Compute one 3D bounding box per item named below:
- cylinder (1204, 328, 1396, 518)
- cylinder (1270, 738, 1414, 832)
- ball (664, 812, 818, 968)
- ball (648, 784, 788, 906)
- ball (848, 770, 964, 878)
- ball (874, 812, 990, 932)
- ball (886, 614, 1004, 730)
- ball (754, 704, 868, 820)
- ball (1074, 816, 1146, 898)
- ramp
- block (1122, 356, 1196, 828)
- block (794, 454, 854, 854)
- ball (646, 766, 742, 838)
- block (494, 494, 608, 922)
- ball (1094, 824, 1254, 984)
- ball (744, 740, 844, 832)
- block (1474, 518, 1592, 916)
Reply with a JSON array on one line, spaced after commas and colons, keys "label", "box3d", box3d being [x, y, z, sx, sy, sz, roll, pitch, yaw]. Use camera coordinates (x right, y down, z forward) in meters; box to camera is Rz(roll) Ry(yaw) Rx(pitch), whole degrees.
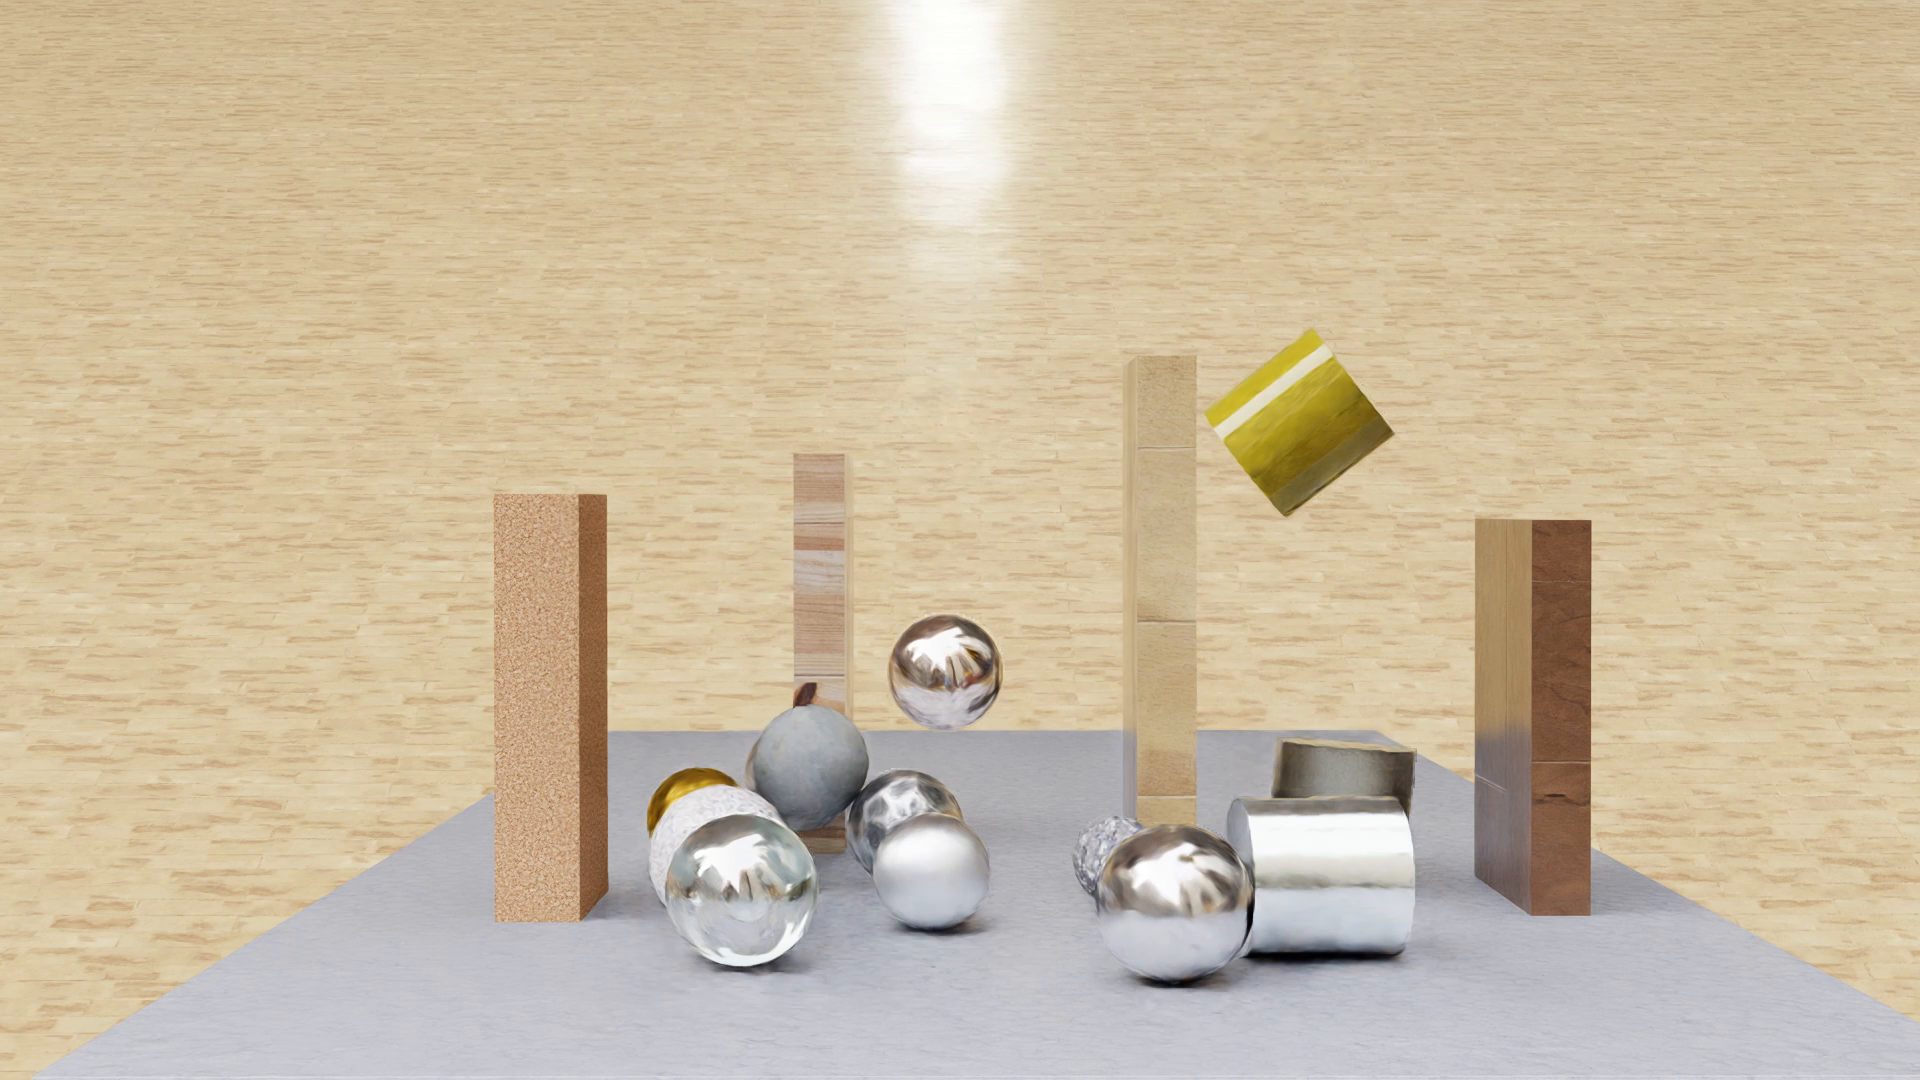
[{"label": "cylinder", "box3d": [0.381, -0.132, 2.903, 0.153, 0.153, 0.153, -38, 28, 10]}, {"label": "cylinder", "box3d": [0.569, 0.411, 3.874, 0.207, 0.207, 0.207, 5, -1, 0]}, {"label": "ball", "box3d": [-0.272, 0.436, 3.225, 0.191, 0.191, 0.191, 0, 28, 0]}, {"label": "ball", "box3d": [-0.322, 0.430, 3.494, 0.197, 0.197, 0.197, 0, 28, 0]}, {"label": "ball", "box3d": [-0.082, 0.435, 3.898, 0.176, 0.176, 0.176, 0, 28, 0]}, {"label": "ball", "box3d": [-0.038, 0.449, 3.497, 0.159, 0.159, 0.159, 0, 28, 0]}, {"label": "ball", "box3d": [-0.018, 0.159, 3.106, 0.140, 0.140, 0.140, 0, 28, 0]}, {"label": "ball", "box3d": [-0.226, 0.338, 3.923, 0.175, 0.175, 0.175, 0, 28, 0]}, {"label": "ball", "box3d": [0.223, 0.454, 3.653, 0.124, 0.124, 0.124, 0, 28, 0]}, {"label": "ramp", "box3d": [0.063, 0.563, 4.603, 2.000, 0.100, 4.000, 0, 1, 0]}, {"label": "block", "box3d": [0.297, 0.129, 3.867, 0.085, 0.789, 0.328, 0, 1, 0]}, {"label": "block", "box3d": [-0.232, 0.185, 4.444, 0.084, 0.660, 0.377, 0, 1, 0]}, {"label": "ball", "box3d": [-0.409, 0.439, 4.058, 0.164, 0.164, 0.164, 0, 28, 0]}, {"label": "block", "box3d": [-0.584, 0.230, 3.706, 0.117, 0.591, 0.289, 0, 1, 0]}, {"label": "ball", "box3d": [0.258, 0.437, 3.109, 0.192, 0.192, 0.192, 0, 28, 0]}, {"label": "ball", "box3d": [-0.258, 0.380, 4.168, 0.180, 0.180, 0.180, 0, 28, 0]}, {"label": "block", "box3d": [0.840, 0.246, 3.810, 0.084, 0.554, 0.397, 0, 1, 0]}]
